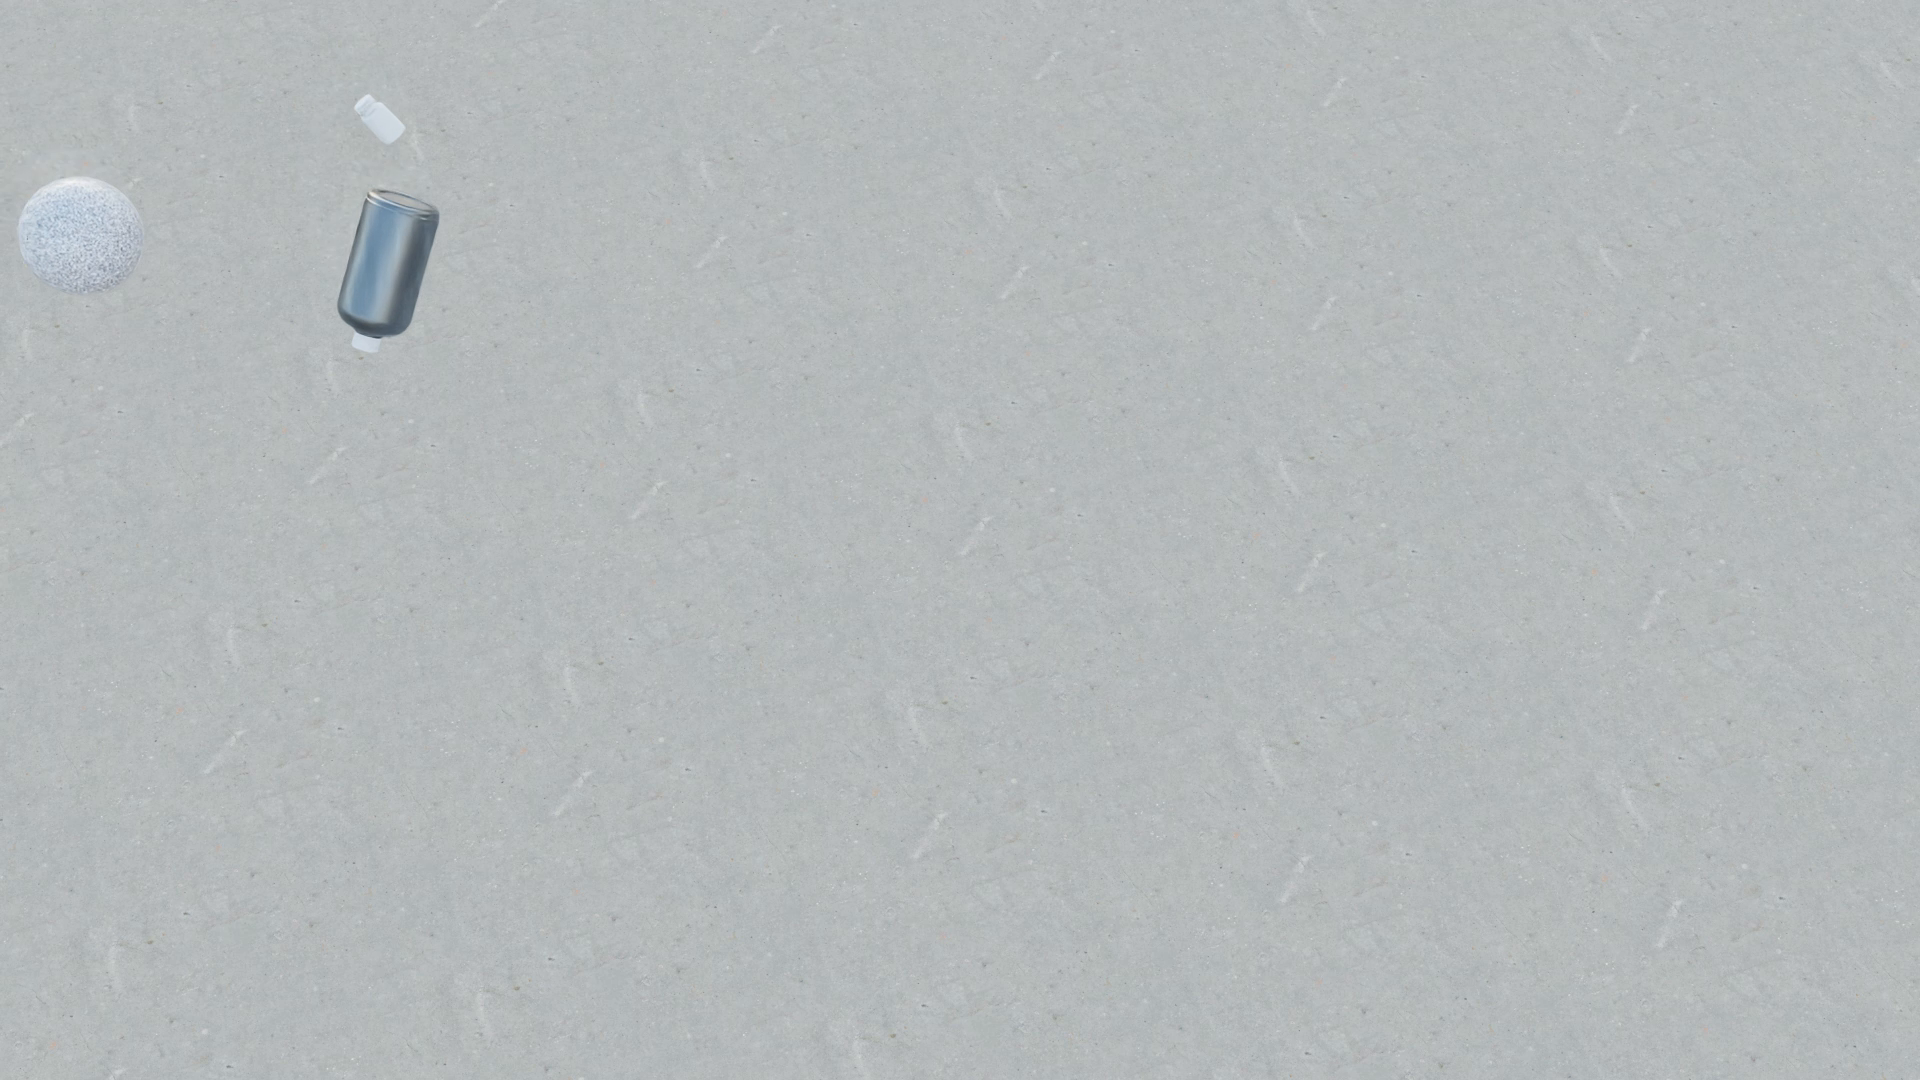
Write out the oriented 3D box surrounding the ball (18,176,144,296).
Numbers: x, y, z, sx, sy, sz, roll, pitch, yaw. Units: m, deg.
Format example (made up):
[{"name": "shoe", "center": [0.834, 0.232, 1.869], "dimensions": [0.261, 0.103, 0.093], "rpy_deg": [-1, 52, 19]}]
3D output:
[{"name": "ball", "center": [-1.339, -0.463, 3.352], "dimensions": [0.180, 0.180, 0.180], "rpy_deg": [0, 56, 0]}]
